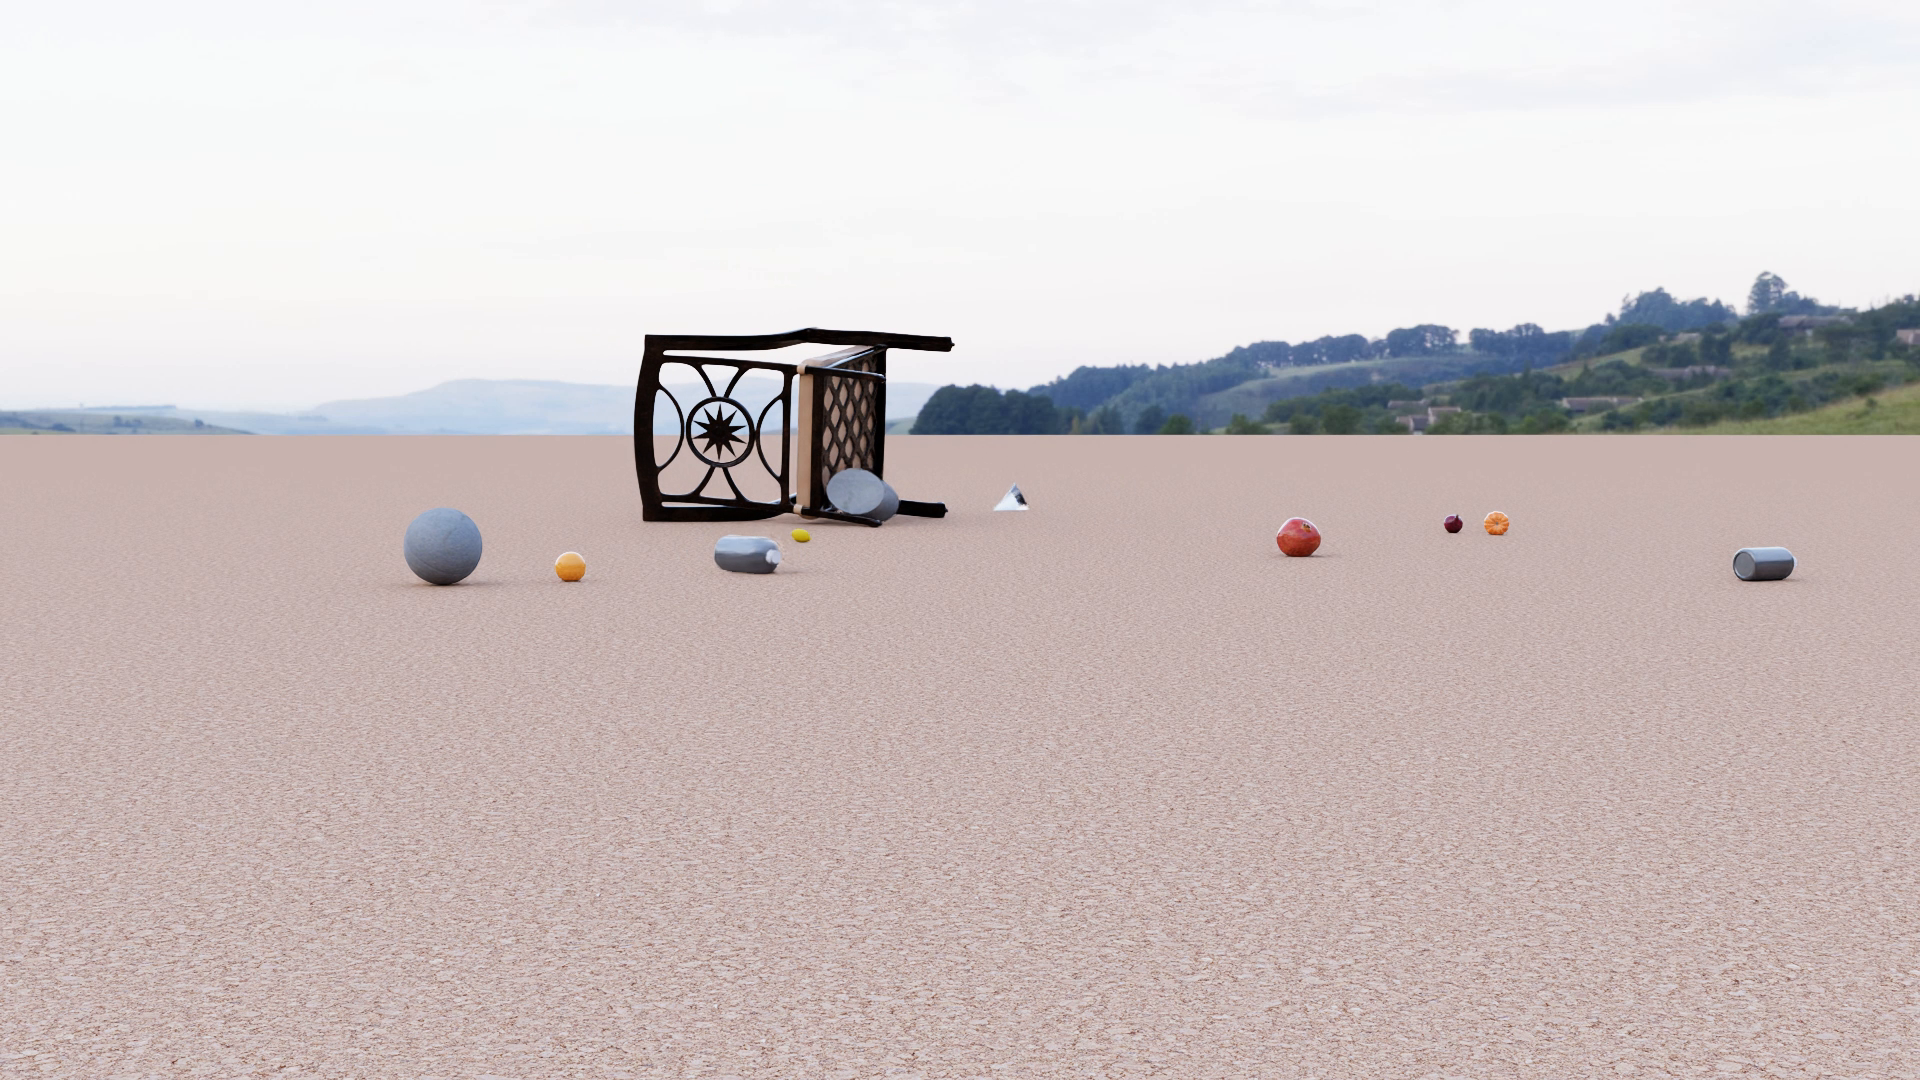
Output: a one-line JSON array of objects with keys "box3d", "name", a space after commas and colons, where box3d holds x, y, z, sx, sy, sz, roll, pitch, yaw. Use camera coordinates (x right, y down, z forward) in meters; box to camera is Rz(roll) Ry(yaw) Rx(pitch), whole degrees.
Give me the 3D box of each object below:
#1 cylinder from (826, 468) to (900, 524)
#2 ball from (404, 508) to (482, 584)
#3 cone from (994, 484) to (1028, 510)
[{"box3d": [-0.320, -0.145, 7.259, 0.201, 0.151, 0.161, 10, -8, 18], "name": "cylinder"}, {"box3d": [-1.186, 0.014, 5.044, 0.178, 0.178, 0.178, 0, 4, 0], "name": "ball"}, {"box3d": [0.173, -0.134, 8.141, 0.115, 0.101, 0.113, -25, 40, -6], "name": "cone"}]
